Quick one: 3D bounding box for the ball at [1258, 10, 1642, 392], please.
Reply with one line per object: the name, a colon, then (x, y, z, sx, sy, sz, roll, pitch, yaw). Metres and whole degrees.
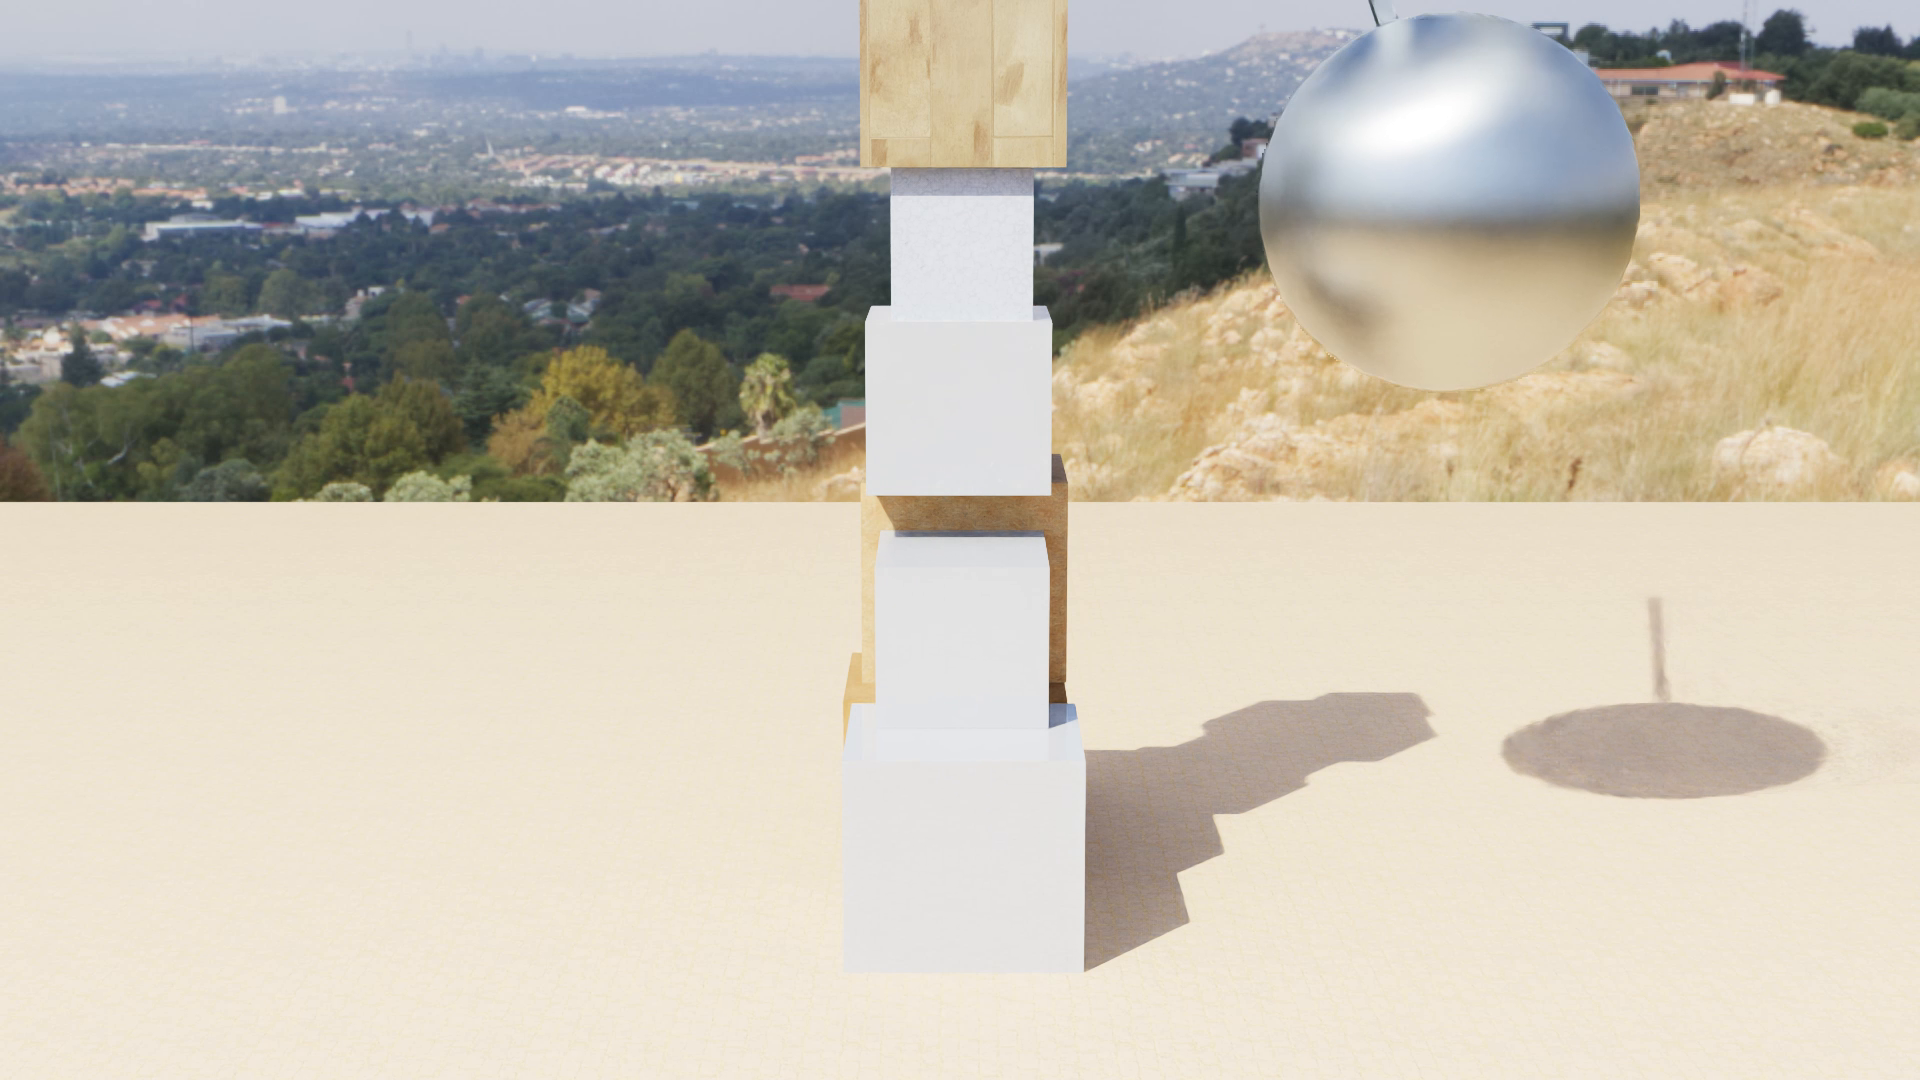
ball: (2.074, -1.435, 10.919, 1.600, 1.600, 1.600, 0, 10, 0)

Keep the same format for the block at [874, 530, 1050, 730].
block: (0.009, 0.365, 10.790, 0.705, 0.676, 0.763, 0, 11, 0)

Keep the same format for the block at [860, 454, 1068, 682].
block: (0.019, 0.112, 11.593, 0.897, 0.885, 0.874, 0, 10, 0)

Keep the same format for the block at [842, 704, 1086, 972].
block: (0.015, 1.204, 10.530, 0.950, 0.865, 0.934, 0, 10, 0)

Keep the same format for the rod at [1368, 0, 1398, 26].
rod: (0.899, -4.574, 10.349, 0.080, 5.200, 0.080, -20, 10, 4)

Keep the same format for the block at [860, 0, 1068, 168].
block: (0.014, -1.963, 10.823, 0.843, 0.745, 0.809, 0, 10, 0)

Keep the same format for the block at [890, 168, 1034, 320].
block: (0.009, -1.284, 10.947, 0.589, 0.637, 0.634, 0, 10, 0)

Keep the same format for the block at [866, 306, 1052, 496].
block: (-0.006, -0.613, 11.069, 0.775, 0.728, 0.748, 0, 10, 0)

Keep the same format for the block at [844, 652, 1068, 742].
block: (-0.020, 1.031, 11.450, 0.956, 0.874, 0.920, 0, 10, 0)
